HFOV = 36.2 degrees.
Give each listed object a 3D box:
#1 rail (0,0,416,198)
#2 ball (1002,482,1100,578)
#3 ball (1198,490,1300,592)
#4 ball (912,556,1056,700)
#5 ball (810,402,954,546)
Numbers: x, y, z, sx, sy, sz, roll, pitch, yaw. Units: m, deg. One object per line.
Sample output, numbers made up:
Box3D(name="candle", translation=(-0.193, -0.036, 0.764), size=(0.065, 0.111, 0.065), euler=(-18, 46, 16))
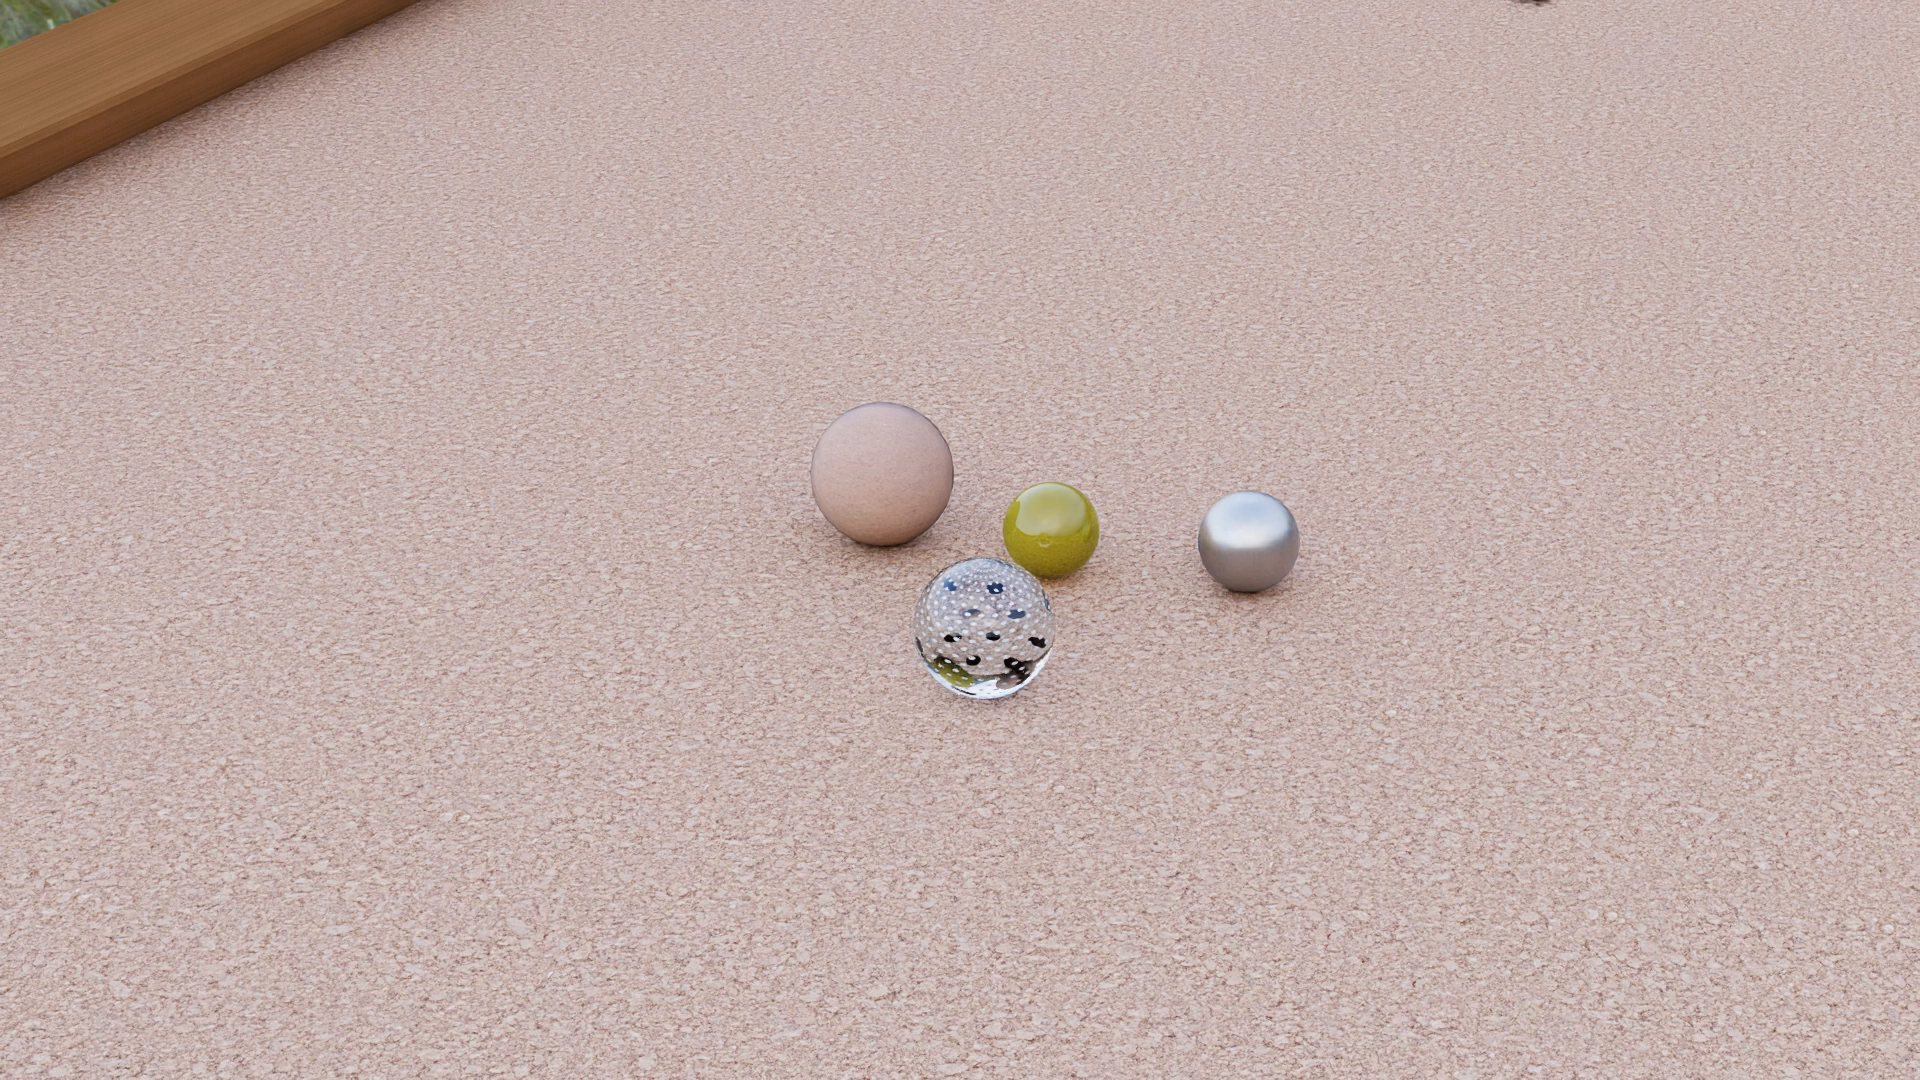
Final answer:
Box3D(name="rail", translation=(-0.509, -0.567, 2.811), size=(0.045, 0.115, 3.567), euler=(11, 29, 21))
Box3D(name="ball", translation=(0.055, -0.006, 1.773), size=(0.059, 0.059, 0.059), euler=(0, 27, 0))
Box3D(name="ball", translation=(0.173, 0.001, 1.757), size=(0.061, 0.061, 0.061), euler=(0, 27, 0))
Box3D(name="ball", translation=(0.014, 0.049, 1.642), size=(0.080, 0.080, 0.080), euler=(0, 27, 0))
Box3D(name="ball", translation=(-0.048, -0.041, 1.808), size=(0.089, 0.089, 0.089), euler=(0, 27, 0))
